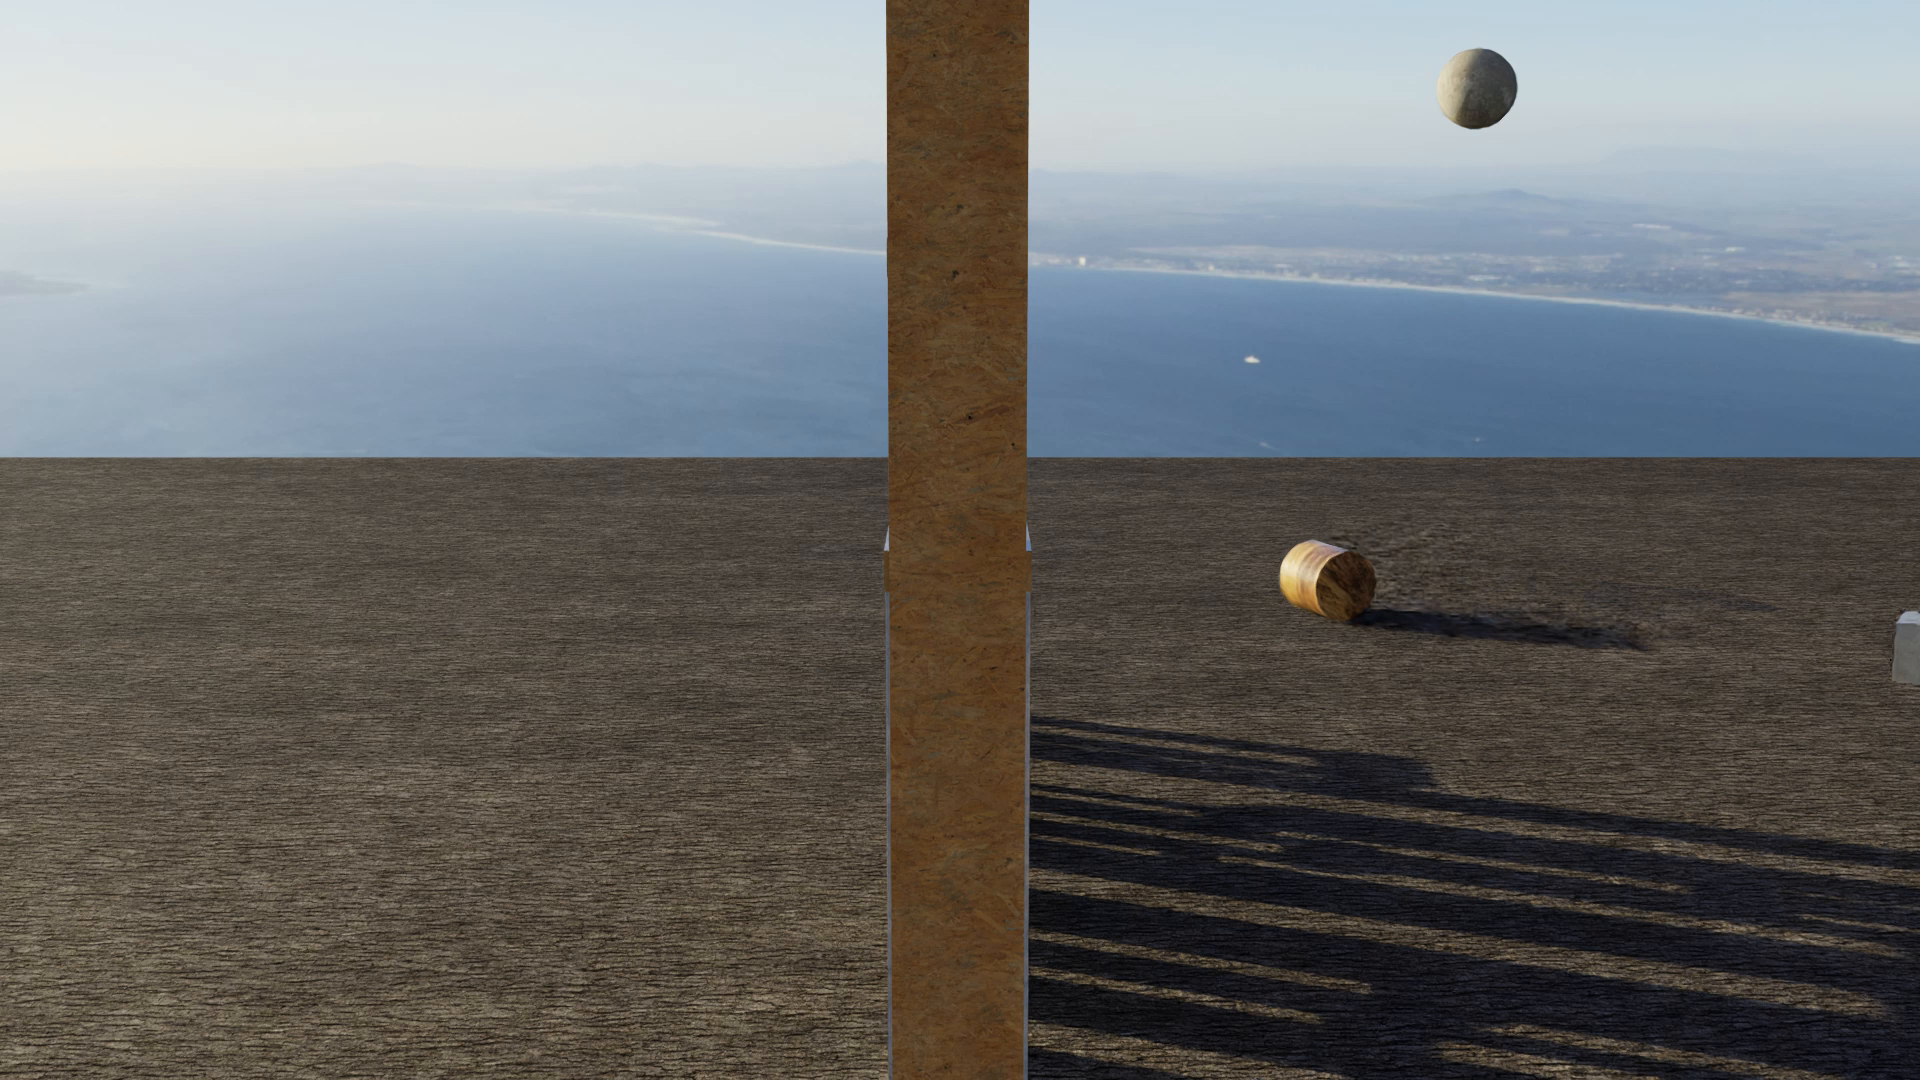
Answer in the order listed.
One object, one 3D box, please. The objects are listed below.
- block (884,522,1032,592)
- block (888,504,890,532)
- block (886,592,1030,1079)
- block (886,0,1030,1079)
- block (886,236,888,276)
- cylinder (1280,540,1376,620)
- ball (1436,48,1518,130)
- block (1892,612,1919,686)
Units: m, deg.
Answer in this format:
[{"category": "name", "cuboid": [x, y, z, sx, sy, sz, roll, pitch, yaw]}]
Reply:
[{"category": "block", "cuboid": [-0.002, 0.005, 2.732, 0.172, 0.049, 0.344, 0, 11, 0]}, {"category": "block", "cuboid": [-0.004, -0.152, 2.572, 0.159, 0.318, 0.045, 0, 11, 0]}, {"category": "block", "cuboid": [-0.002, 0.405, 2.689, 0.172, 0.722, 0.049, 0, 11, 0]}, {"category": "block", "cuboid": [-0.002, 0.100, 2.400, 0.147, 1.428, 0.042, 0, 11, 0]}, {"category": "block", "cuboid": [-0.004, -0.349, 2.643, 0.159, 0.045, 0.318, 0, 11, 0]}, {"category": "cylinder", "cuboid": [0.966, 0.105, 5.782, 0.182, 0.182, 0.182, -4, 11, -22]}, {"category": "ball", "cuboid": [1.296, -1.132, 5.517, 0.199, 0.199, 0.199, 0, 11, 0]}, {"category": "block", "cuboid": [2.249, 0.254, 5.091, 0.141, 0.141, 0.141, 6, 12, 30]}]
